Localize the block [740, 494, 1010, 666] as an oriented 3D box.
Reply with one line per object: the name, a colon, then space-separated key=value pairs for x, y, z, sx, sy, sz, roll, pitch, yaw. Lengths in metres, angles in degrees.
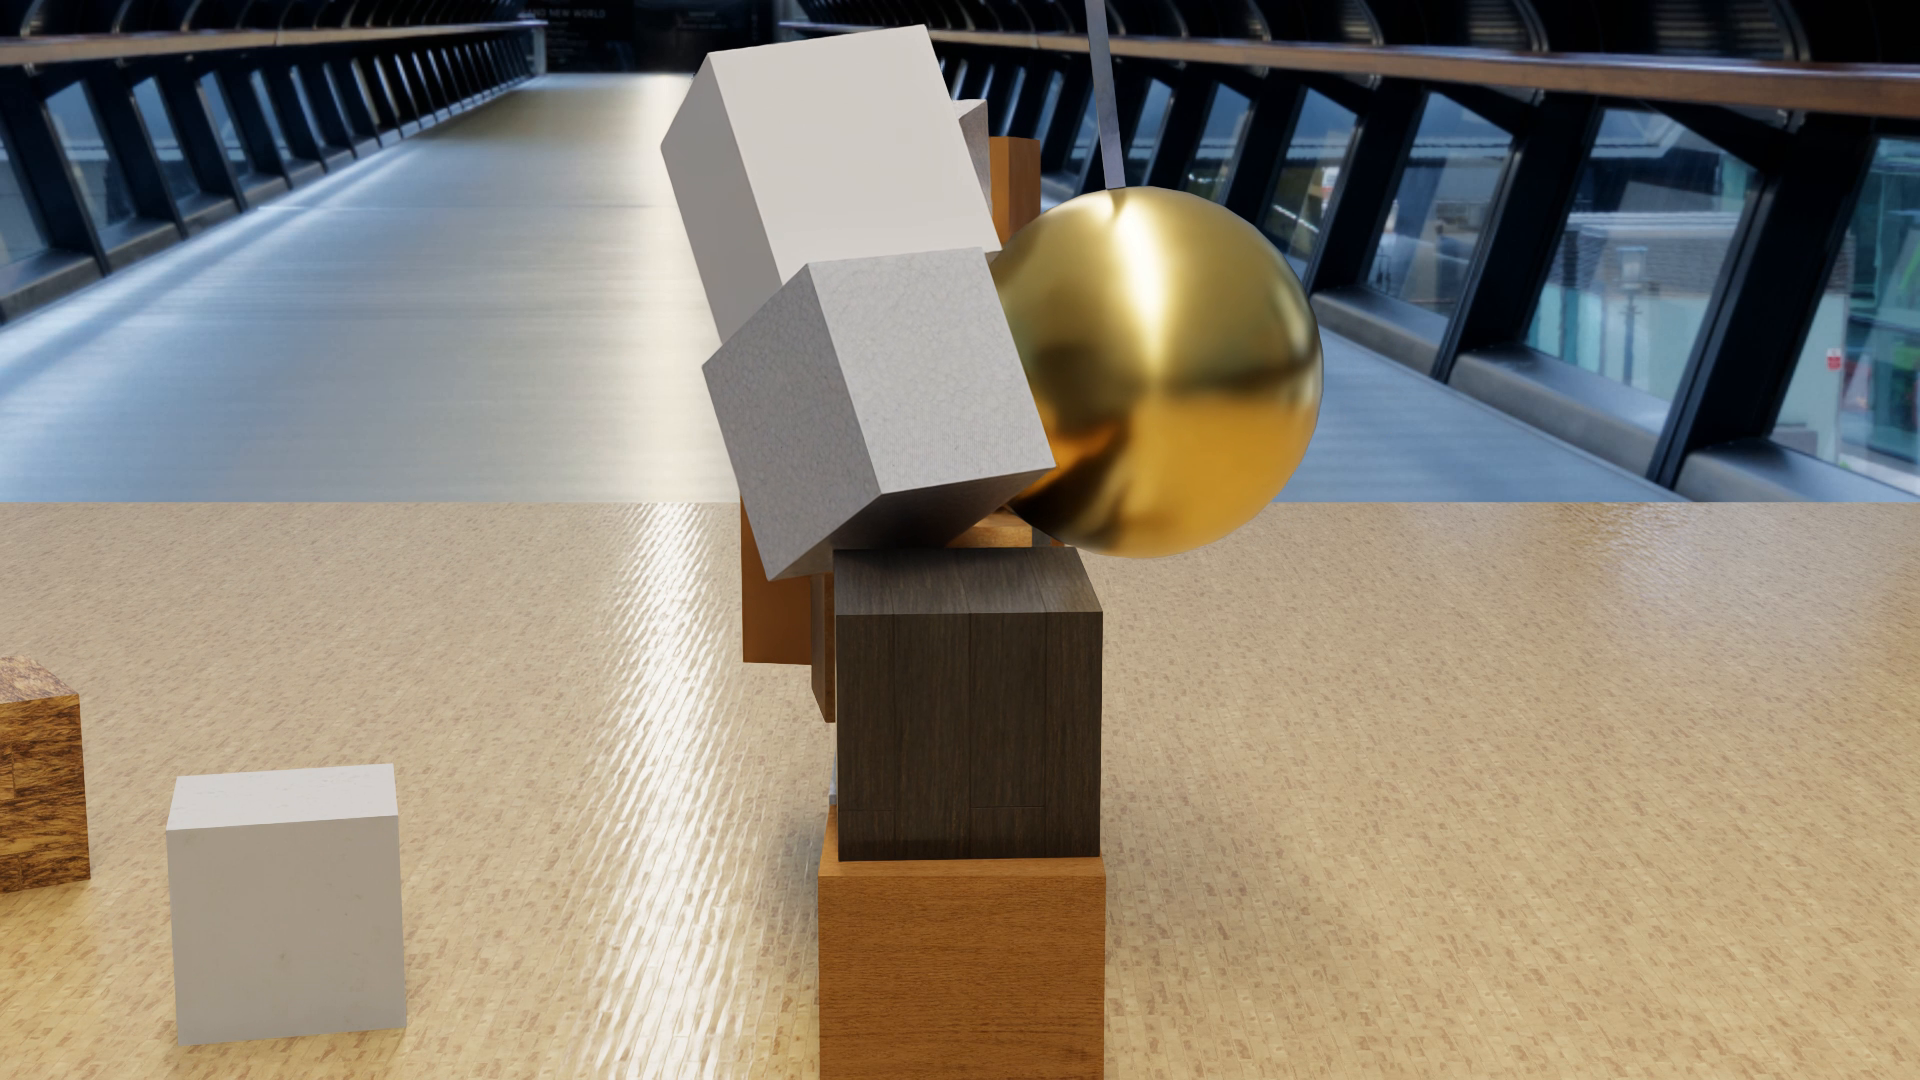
block: x=-0.363 y=0.056 z=11.670 sx=1.054 sy=0.857 sz=0.932 roll=2 pitch=10 yaw=10

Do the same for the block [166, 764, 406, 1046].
block: x=-2.549 y=1.367 z=9.756 sx=0.818 sy=0.820 sz=0.740 roll=-2 pitch=11 yaw=-13

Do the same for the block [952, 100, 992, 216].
block: x=-0.313 y=-1.487 z=11.500 sx=0.724 sy=0.836 sz=0.772 roll=3 pitch=21 yaw=16

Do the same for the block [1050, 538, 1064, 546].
block: x=0.035 y=-0.235 z=13.541 sx=0.943 sy=0.934 sz=0.947 roll=2 pitch=10 yaw=8

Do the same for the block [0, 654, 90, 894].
block: x=-4.414 y=1.053 z=11.423 sx=0.775 sy=0.841 sz=0.918 roll=-7 pitch=12 yaw=-32

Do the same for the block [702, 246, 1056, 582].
block: x=-0.319 y=-0.464 z=9.540 sx=0.760 sy=0.884 sz=0.912 roll=-10 pitch=-15 yaw=-34

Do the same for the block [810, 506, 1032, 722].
block: x=-0.177 y=0.292 z=10.655 sx=0.831 sy=0.776 sz=0.854 roll=-1 pitch=6 yaw=-7

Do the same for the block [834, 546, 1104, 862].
block: x=0.006 y=0.549 z=8.942 sx=0.877 sy=0.853 sz=0.913 roll=-1 pitch=13 yaw=-3

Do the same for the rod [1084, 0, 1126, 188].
rod: x=0.331 y=-4.037 z=10.446 sx=0.080 sy=5.200 sz=0.080 roll=-7 pitch=10 yaw=1

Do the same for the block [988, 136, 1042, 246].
block: x=-0.082 y=-1.591 z=12.505 sx=0.817 sy=0.711 sz=0.861 roll=1 pitch=8 yaw=12

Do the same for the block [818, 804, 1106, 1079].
block: x=0.006 y=1.475 z=8.913 sx=0.945 sy=0.909 sz=0.833 roll=0 pitch=10 yaw=0

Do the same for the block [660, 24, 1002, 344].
block: x=-0.513 y=-1.318 z=9.853 sx=0.891 sy=0.953 sz=0.764 roll=-13 pitch=-14 yaw=-24

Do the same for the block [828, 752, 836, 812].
block: x=0.010 y=1.281 z=9.874 sx=0.978 sy=0.946 sz=1.117 roll=0 pitch=10 yaw=-1

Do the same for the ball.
ball: x=0.764 y=-0.719 z=11.050 sx=1.600 sy=1.600 sz=1.600 roll=0 pitch=10 yaw=0

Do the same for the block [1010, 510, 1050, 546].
block: x=-0.059 y=-0.110 z=12.584 sx=0.910 sy=0.893 sz=0.911 roll=1 pitch=6 yaw=9
